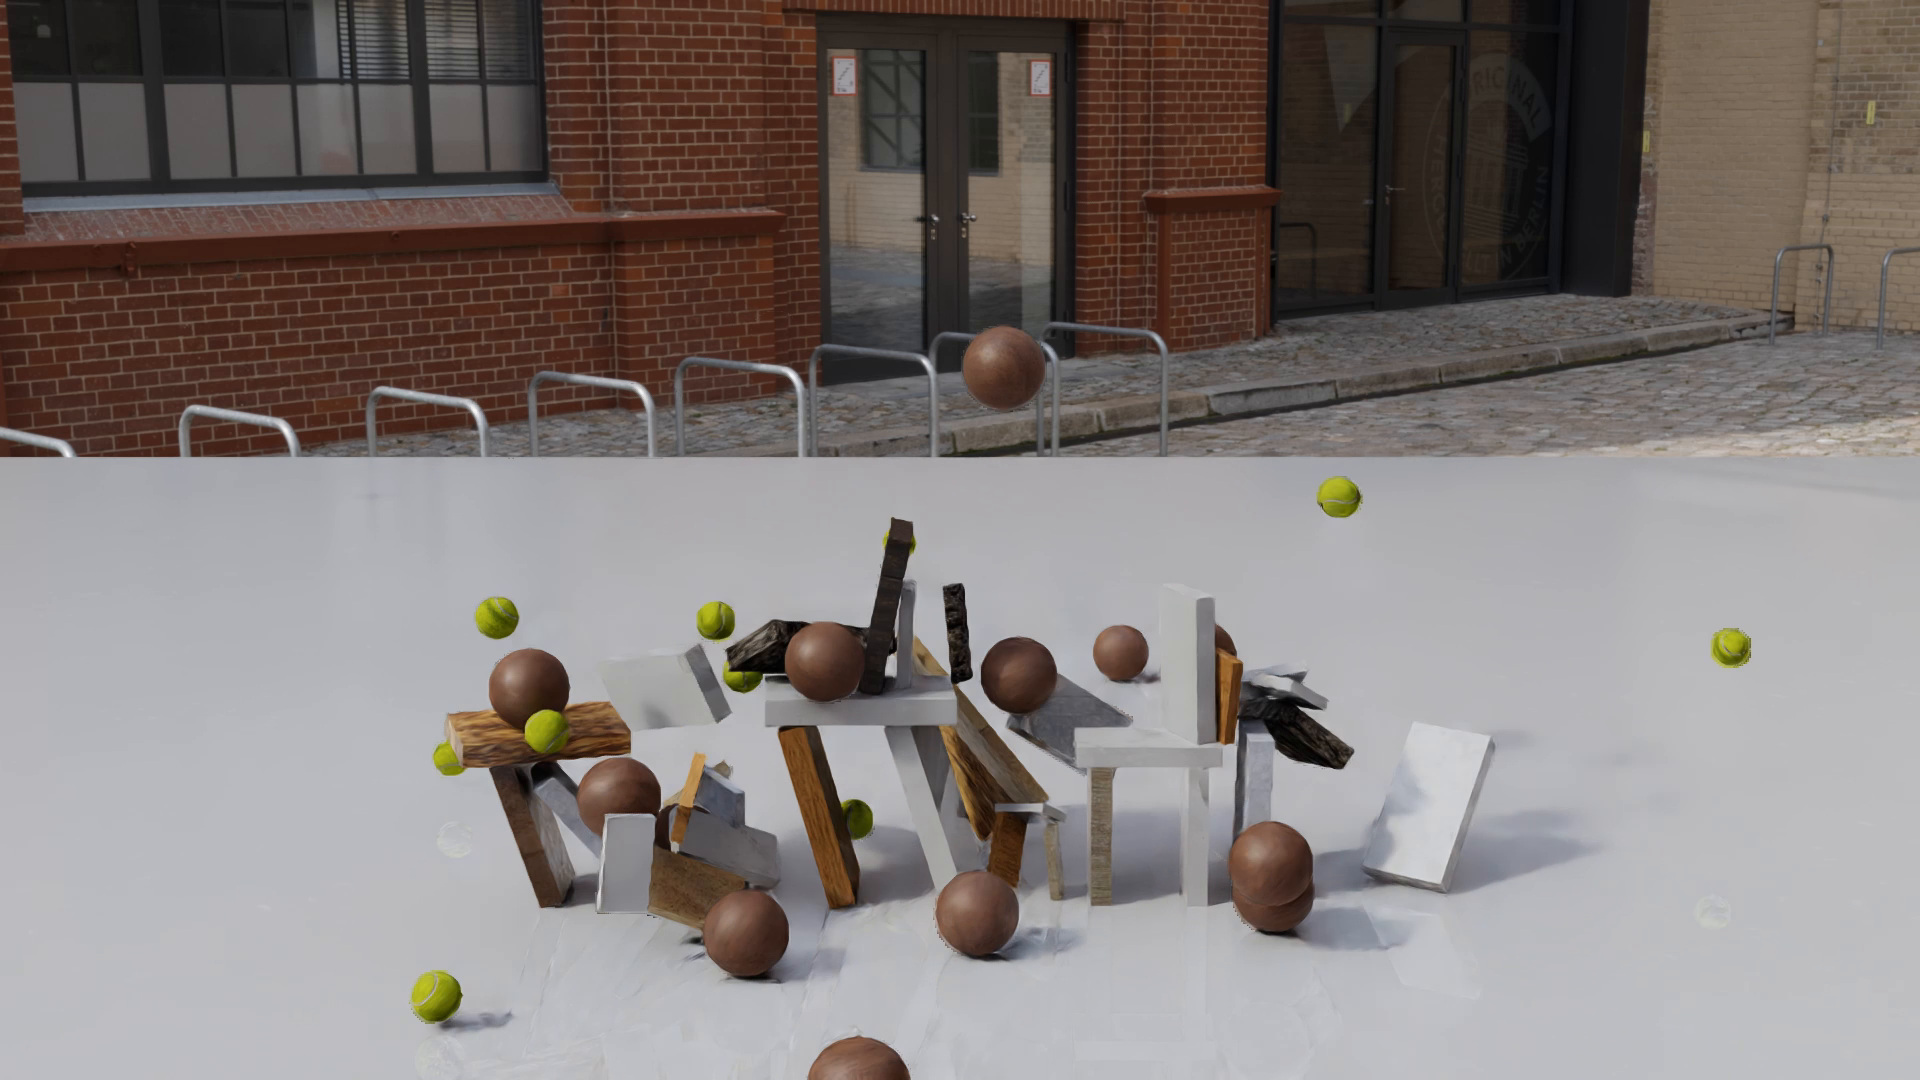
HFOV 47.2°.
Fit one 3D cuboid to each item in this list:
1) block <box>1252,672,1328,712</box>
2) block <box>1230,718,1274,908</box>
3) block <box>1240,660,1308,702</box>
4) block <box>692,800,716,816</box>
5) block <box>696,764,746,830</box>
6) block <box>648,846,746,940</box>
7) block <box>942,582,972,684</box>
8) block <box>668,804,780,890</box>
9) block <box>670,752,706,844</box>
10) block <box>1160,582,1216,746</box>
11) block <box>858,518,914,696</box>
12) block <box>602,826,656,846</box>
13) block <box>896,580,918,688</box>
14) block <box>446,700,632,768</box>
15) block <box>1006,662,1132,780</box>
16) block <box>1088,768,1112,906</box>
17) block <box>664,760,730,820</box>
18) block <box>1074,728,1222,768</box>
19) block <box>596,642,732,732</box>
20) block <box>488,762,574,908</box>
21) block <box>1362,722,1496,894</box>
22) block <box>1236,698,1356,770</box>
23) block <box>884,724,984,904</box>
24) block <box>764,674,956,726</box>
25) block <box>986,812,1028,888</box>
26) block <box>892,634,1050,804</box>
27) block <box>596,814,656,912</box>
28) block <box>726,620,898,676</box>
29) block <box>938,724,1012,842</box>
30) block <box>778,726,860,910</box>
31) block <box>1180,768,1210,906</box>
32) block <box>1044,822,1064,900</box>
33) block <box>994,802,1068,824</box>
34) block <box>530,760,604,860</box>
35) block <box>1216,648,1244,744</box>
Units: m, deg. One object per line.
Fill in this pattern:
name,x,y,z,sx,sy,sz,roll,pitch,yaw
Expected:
block,0.547,0.252,3.642,0.071,0.020,0.142,8,-12,36
block,0.484,0.450,3.648,0.040,0.281,0.140,2,11,0
block,0.505,0.239,3.681,0.142,0.020,0.071,-9,-31,-16
block,-0.412,0.502,3.800,0.129,0.064,0.018,29,57,18
block,-0.403,0.429,3.690,0.018,0.064,0.129,-11,24,-36
block,-0.435,0.547,3.440,0.193,0.096,0.027,24,-35,-22
block,-0.004,0.159,3.777,0.023,0.165,0.082,-5,2,9
block,-0.393,0.512,3.670,0.193,0.027,0.096,22,37,-29
block,-0.440,0.417,3.567,0.021,0.073,0.147,16,29,-4
block,0.374,0.202,3.611,0.035,0.244,0.122,-7,12,-23
block,-0.121,0.108,3.589,0.037,0.263,0.131,11,14,-2
block,-0.490,0.526,3.579,0.193,0.027,0.096,43,-5,-29
block,-0.089,0.155,3.632,0.023,0.165,0.082,4,11,1
block,-0.684,0.314,3.569,0.271,0.038,0.135,-3,20,-24
block,0.190,0.318,3.816,0.244,0.122,0.035,34,-24,-35
block,0.231,0.474,3.646,0.033,0.236,0.118,-1,11,0
block,-0.457,0.437,3.820,0.129,0.018,0.064,-34,-19,-22
block,0.308,0.342,3.622,0.236,0.033,0.118,0,11,1
block,-0.505,0.252,3.736,0.263,0.131,0.037,-10,18,47
block,-0.710,0.457,3.638,0.038,0.271,0.135,-17,12,2
block,0.799,0.453,3.744,0.140,0.281,0.040,9,-27,33
block,0.566,0.329,3.777,0.140,0.040,0.281,37,-7,-6
block,-0.041,0.434,3.668,0.044,0.309,0.154,-16,6,15
block,-0.166,0.263,3.618,0.309,0.044,0.154,0,11,-5
block,0.079,0.521,3.694,0.058,0.115,0.016,30,-31,-36
block,0.014,0.315,3.780,0.023,0.386,0.082,-34,-16,-24
block,-0.502,0.485,3.308,0.073,0.147,0.021,3,9,-22
block,-0.247,0.185,3.690,0.263,0.037,0.131,7,-29,-43
block,0.013,0.407,3.949,0.244,0.122,0.035,50,19,18
block,-0.232,0.438,3.642,0.044,0.309,0.154,-15,10,3
block,0.388,0.474,3.645,0.033,0.236,0.118,0,11,0
block,0.157,0.534,3.654,0.016,0.115,0.058,-5,9,11
block,0.118,0.459,3.695,0.058,0.016,0.115,30,-24,-37
block,-0.600,0.479,3.624,0.038,0.271,0.135,-41,17,-4
block,0.427,0.255,3.593,0.020,0.142,0.071,-6,20,-28
